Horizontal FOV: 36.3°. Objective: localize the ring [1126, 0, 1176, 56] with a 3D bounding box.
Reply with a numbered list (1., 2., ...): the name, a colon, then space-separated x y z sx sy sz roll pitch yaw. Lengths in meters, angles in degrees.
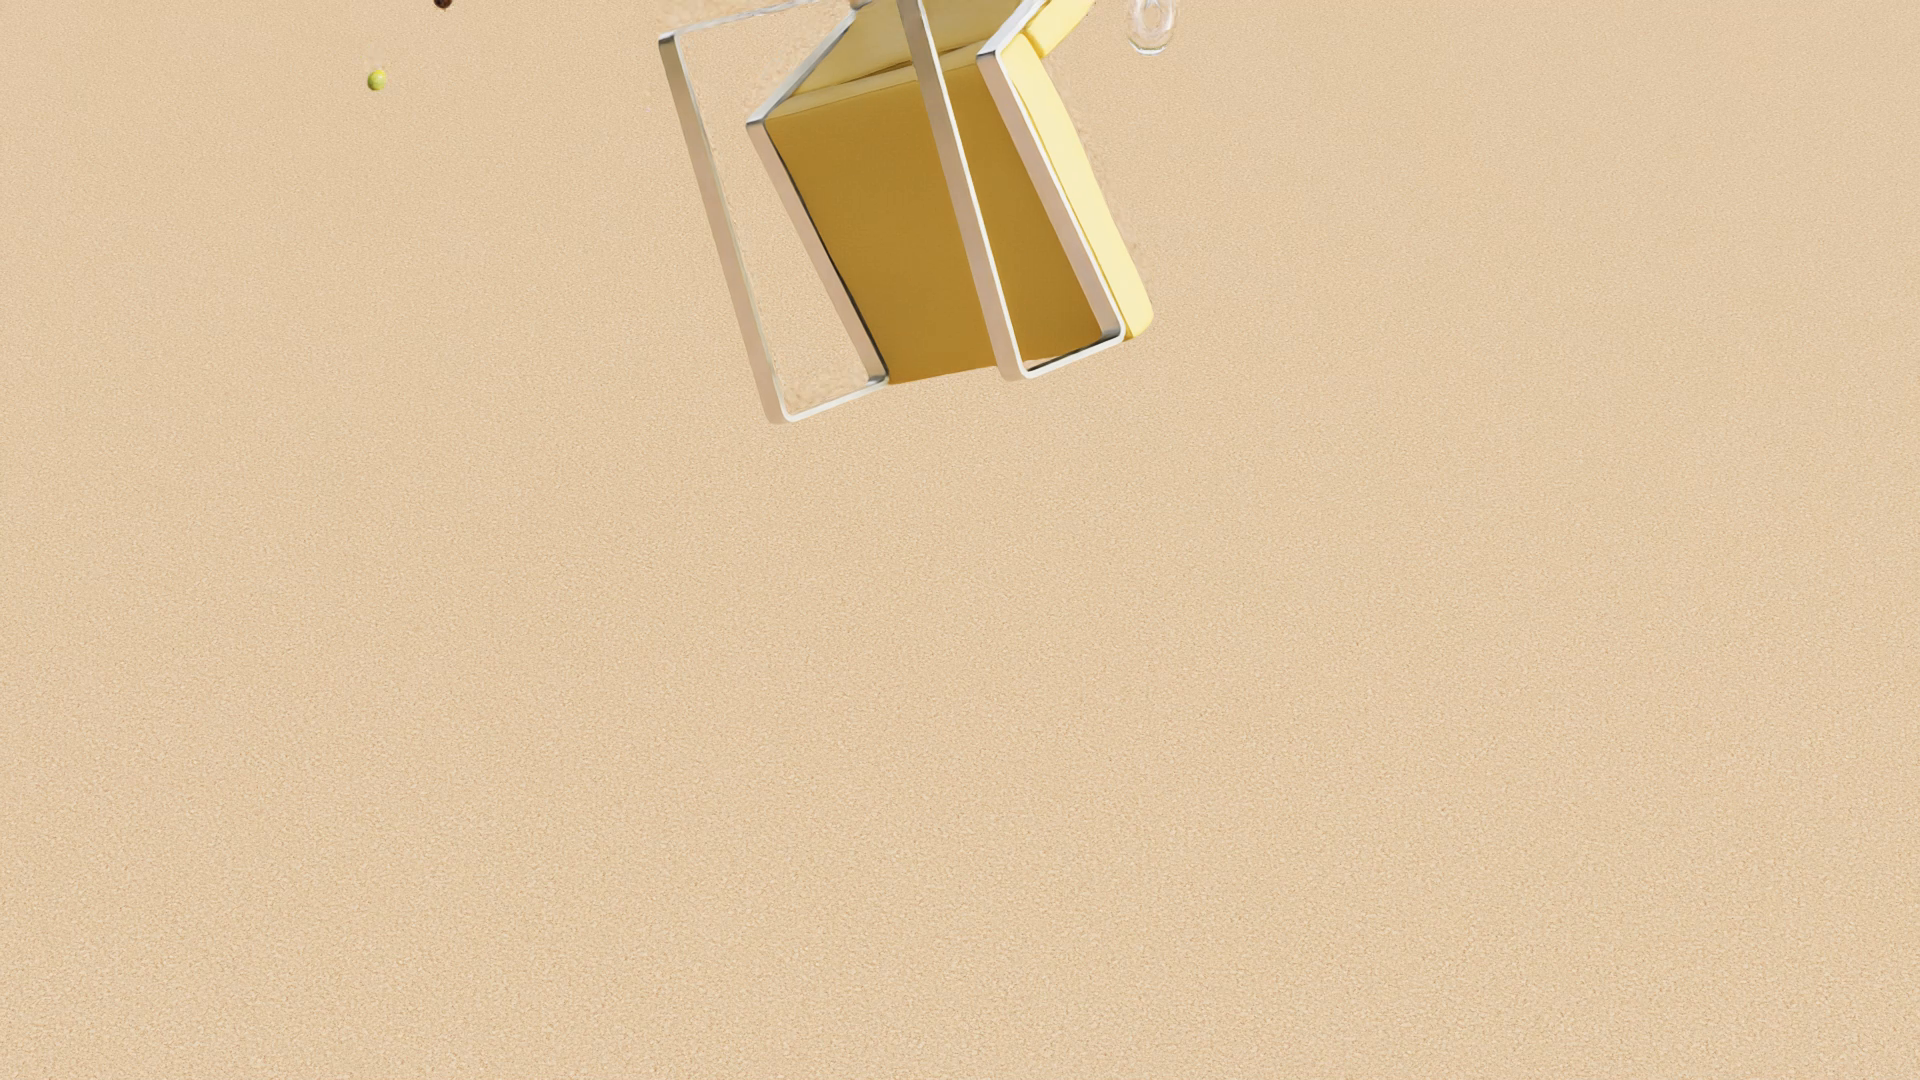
1. ring: 0.613 -1.675 9.381 0.161 0.266 0.083 4 -9 9
